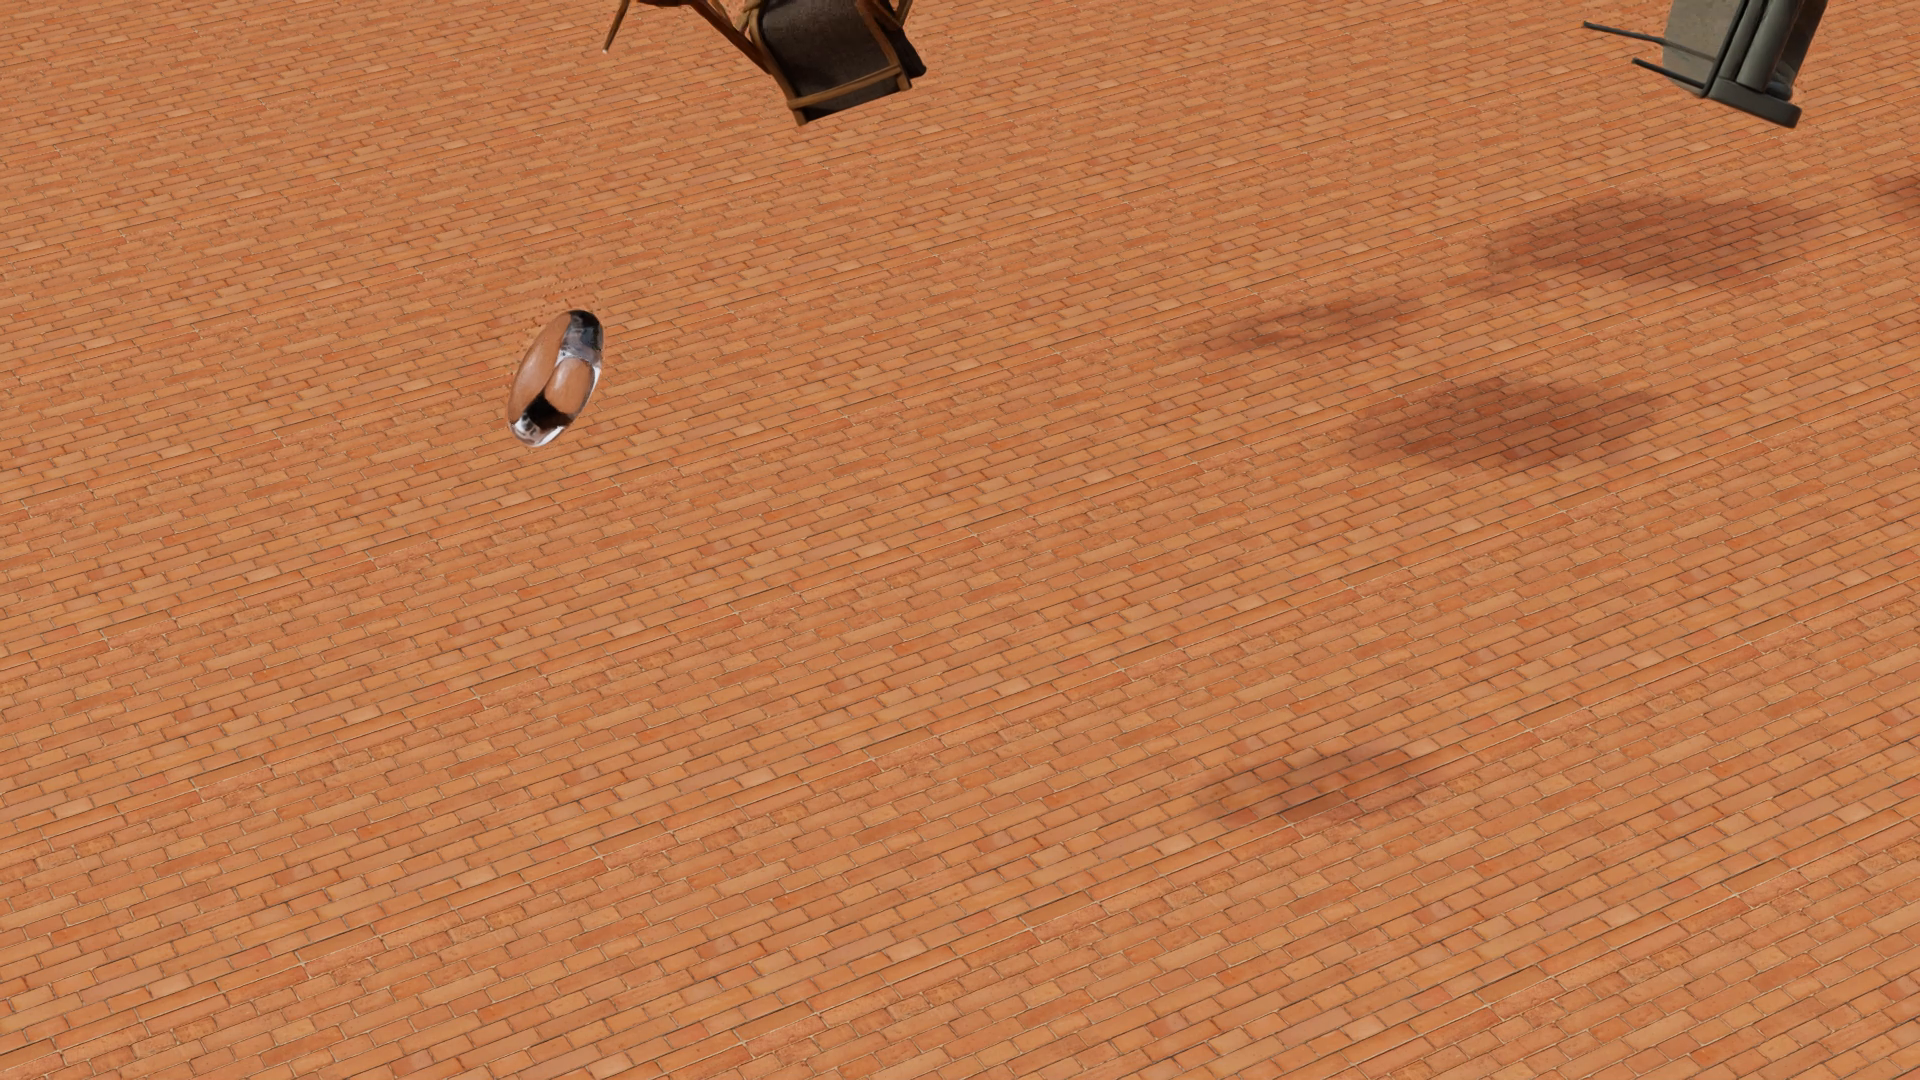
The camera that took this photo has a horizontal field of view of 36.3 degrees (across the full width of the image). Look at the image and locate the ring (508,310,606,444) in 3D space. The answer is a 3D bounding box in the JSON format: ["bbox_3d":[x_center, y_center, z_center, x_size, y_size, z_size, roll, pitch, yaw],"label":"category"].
[{"bbox_3d":[-1.151,-0.463,8.358,0.126,0.424,0.364,28,-8,-31],"label":"ring"}]
